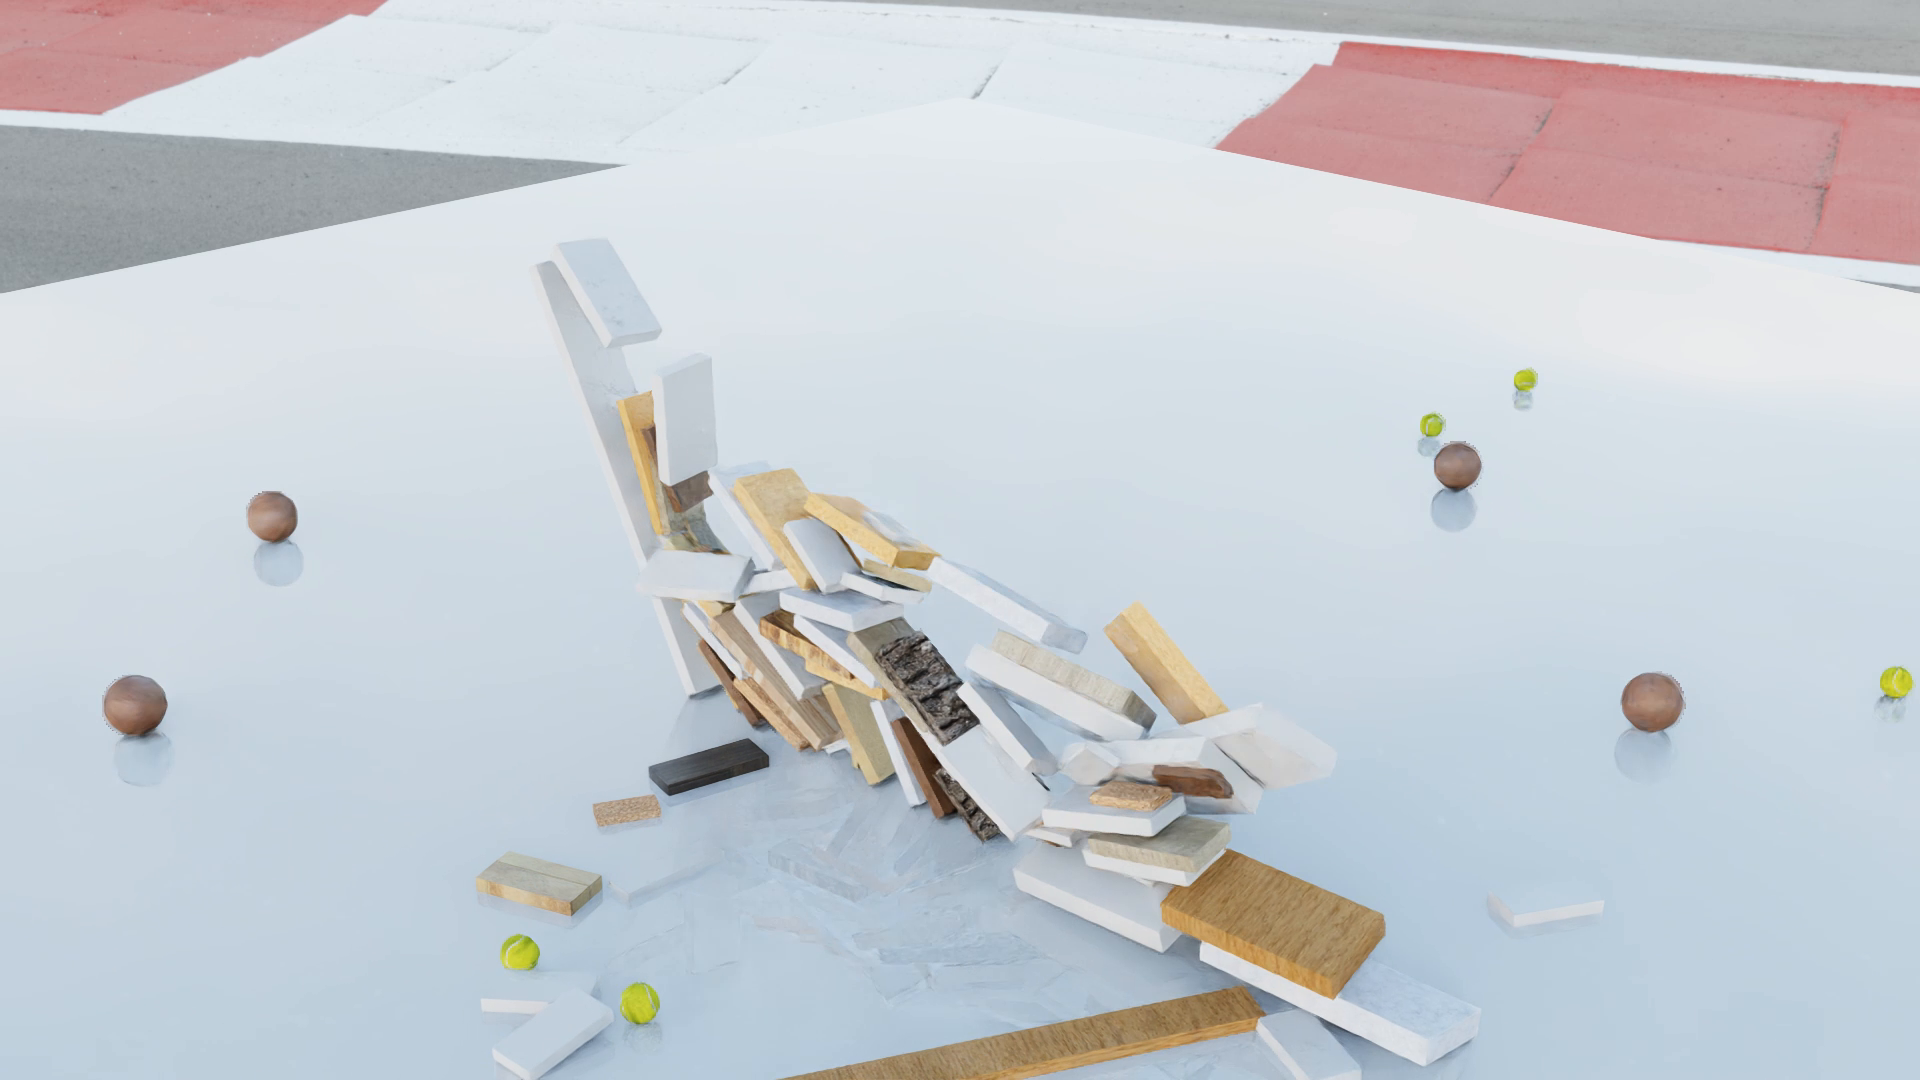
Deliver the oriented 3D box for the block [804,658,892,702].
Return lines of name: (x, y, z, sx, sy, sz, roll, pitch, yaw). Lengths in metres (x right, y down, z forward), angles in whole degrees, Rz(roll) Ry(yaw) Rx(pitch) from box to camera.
block: (-0.201, 0.268, 4.549, 0.227, 0.032, 0.113, 18, 29, 40)

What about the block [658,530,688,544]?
block: (-0.609, 0.023, 4.922, 0.068, 0.019, 0.137, -20, 55, -39)

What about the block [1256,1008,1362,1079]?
block: (0.587, 0.858, 3.703, 0.094, 0.027, 0.188, -8, 24, -19)

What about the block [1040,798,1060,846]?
block: (0.158, 0.531, 4.233, 0.085, 0.024, 0.169, -35, 33, -29)

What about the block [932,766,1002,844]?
block: (0.030, 0.512, 4.376, 0.085, 0.024, 0.169, -29, 73, -32)

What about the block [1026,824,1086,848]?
block: (0.167, 0.530, 4.178, 0.169, 0.024, 0.085, 10, 39, 40)

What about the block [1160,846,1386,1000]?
block: (0.548, 0.665, 3.862, 0.350, 0.050, 0.175, 20, 45, 35)

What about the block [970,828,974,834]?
block: (0.036, 0.476, 4.433, 0.108, 0.030, 0.215, -12, 65, -26)

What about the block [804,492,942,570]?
block: (-0.182, -0.018, 4.541, 0.274, 0.039, 0.137, 32, 15, 36)

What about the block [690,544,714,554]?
block: (-0.550, 0.053, 4.809, 0.047, 0.013, 0.094, -22, 54, -24)

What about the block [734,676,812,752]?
block: (-0.375, 0.356, 4.775, 0.114, 0.032, 0.228, -22, 53, -40)

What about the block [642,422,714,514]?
block: (-0.623, -0.174, 4.872, 0.029, 0.204, 0.102, 0, 27, 47)

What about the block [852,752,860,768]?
block: (-0.205, 0.430, 4.628, 0.013, 0.094, 0.047, 18, 29, 36)

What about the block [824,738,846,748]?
block: (-0.257, 0.422, 4.681, 0.047, 0.013, 0.094, -23, -1, -33)

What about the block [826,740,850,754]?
block: (-0.239, 0.429, 4.669, 0.094, 0.013, 0.047, -24, 0, 44)

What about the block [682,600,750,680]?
block: (-0.500, 0.207, 4.848, 0.114, 0.032, 0.228, -18, 53, -38)

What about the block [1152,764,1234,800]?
block: (0.419, 0.436, 3.960, 0.136, 0.068, 0.019, 0, 54, 39)

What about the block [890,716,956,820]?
block: (-0.047, 0.447, 4.468, 0.108, 0.215, 0.030, -21, -8, -40)

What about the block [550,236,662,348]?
block: (-0.782, -0.549, 4.861, 0.135, 0.038, 0.270, -16, 66, -42)

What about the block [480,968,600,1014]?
block: (-0.735, 0.793, 3.857, 0.187, 0.027, 0.094, 2, 23, 5)

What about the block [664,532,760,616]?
block: (-0.542, 0.070, 4.849, 0.115, 0.033, 0.229, -15, 52, -40)

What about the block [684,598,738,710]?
block: (-0.553, 0.188, 4.918, 0.068, 0.397, 0.019, -19, -12, -38)

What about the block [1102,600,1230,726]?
block: (0.400, 0.261, 4.160, 0.044, 0.309, 0.154, -37, -6, -17)

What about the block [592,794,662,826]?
block: (-0.674, 0.547, 4.449, 0.128, 0.018, 0.064, -7, 24, -17)

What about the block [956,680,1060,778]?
block: (0.094, 0.363, 4.219, 0.221, 0.031, 0.111, 48, 15, 33)

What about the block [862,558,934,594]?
block: (-0.126, 0.072, 4.433, 0.093, 0.026, 0.186, 19, -1, -19)

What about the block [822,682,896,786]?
block: (-0.194, 0.384, 4.587, 0.032, 0.227, 0.113, -23, 4, 40)

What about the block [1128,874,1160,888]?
block: (0.334, 0.599, 4.031, 0.049, 0.014, 0.097, -40, 38, -24)

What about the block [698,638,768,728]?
block: (-0.468, 0.297, 4.853, 0.114, 0.032, 0.228, -21, 68, -41)

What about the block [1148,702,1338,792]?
block: (0.505, 0.393, 4.010, 0.357, 0.179, 0.051, -26, 36, 57)

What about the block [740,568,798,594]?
block: (-0.381, 0.078, 4.710, 0.135, 0.038, 0.271, -16, 4, -44)

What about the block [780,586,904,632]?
block: (-0.243, 0.129, 4.480, 0.128, 0.036, 0.256, -17, 20, -35)

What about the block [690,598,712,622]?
block: (-0.553, 0.131, 4.874, 0.068, 0.019, 0.137, -21, 54, -38)

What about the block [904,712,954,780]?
block: (-0.029, 0.370, 4.410, 0.108, 0.030, 0.215, -22, 66, -37)

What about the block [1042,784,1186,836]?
block: (0.280, 0.494, 4.024, 0.236, 0.033, 0.118, 0, 18, 37)

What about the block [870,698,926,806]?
block: (-0.094, 0.417, 4.503, 0.113, 0.227, 0.032, -23, 3, -43)
